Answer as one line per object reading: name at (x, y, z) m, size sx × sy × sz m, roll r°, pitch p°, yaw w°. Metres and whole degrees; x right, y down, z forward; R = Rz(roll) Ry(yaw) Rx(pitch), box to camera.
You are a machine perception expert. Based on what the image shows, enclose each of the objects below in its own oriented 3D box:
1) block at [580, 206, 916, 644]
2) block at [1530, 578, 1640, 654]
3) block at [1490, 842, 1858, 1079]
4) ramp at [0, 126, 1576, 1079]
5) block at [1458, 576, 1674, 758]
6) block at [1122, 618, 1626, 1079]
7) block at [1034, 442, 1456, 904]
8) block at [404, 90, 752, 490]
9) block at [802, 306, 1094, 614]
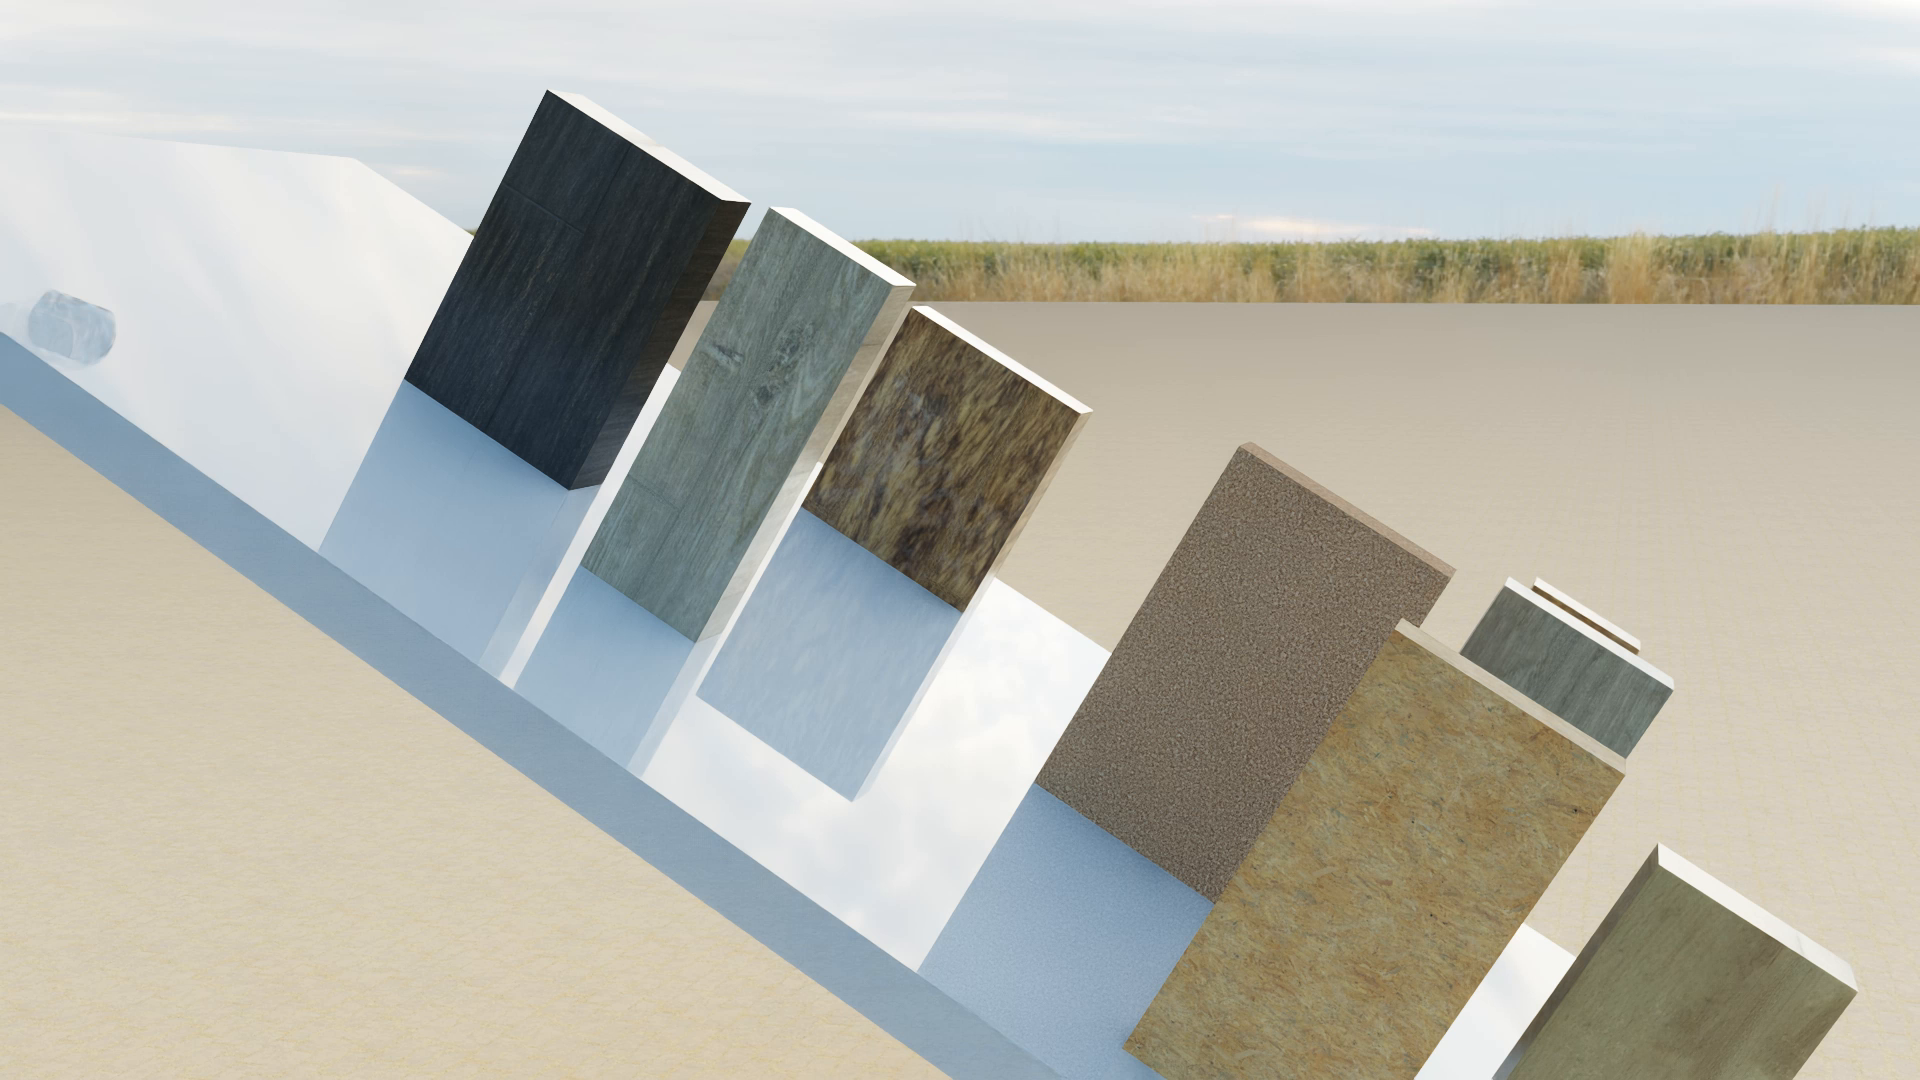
block at (-0.365, -0.192, 3.734) m, size 0.251 × 0.705 × 0.115 m, roll 33°, pitch 15°, yaw 11°
block at (1.147, 0.431, 4.672) m, size 0.248 × 0.666 × 0.120 m, roll 33°, pitch 15°, yaw 11°
block at (0.966, 0.793, 3.177) m, size 0.309 × 0.634 × 0.126 m, roll 33°, pitch 15°, yaw 11°
ramp at (-0.173, 0.284, 4.122) m, size 4.000 × 0.100 × 2.000 m, roll 33°, pitch 15°, yaw 11°
block at (0.981, 0.468, 4.126) m, size 0.349 × 0.715 × 0.122 m, roll 33°, pitch 15°, yaw 11°
block at (0.579, 0.522, 3.122) m, size 0.360 × 0.739 × 0.102 m, roll 33°, pitch 15°, yaw 11°
block at (0.502, 0.246, 3.924) m, size 0.427 × 0.721 × 0.119 m, roll 33°, pitch 15°, yaw 11°
block at (-0.721, -0.466, 4.124) m, size 0.399 × 0.619 × 0.140 m, roll 33°, pitch 15°, yaw 11°
block at (-0.031, -0.174, 4.725) m, size 0.430 × 0.502 × 0.110 m, roll 33°, pitch 15°, yaw 11°
